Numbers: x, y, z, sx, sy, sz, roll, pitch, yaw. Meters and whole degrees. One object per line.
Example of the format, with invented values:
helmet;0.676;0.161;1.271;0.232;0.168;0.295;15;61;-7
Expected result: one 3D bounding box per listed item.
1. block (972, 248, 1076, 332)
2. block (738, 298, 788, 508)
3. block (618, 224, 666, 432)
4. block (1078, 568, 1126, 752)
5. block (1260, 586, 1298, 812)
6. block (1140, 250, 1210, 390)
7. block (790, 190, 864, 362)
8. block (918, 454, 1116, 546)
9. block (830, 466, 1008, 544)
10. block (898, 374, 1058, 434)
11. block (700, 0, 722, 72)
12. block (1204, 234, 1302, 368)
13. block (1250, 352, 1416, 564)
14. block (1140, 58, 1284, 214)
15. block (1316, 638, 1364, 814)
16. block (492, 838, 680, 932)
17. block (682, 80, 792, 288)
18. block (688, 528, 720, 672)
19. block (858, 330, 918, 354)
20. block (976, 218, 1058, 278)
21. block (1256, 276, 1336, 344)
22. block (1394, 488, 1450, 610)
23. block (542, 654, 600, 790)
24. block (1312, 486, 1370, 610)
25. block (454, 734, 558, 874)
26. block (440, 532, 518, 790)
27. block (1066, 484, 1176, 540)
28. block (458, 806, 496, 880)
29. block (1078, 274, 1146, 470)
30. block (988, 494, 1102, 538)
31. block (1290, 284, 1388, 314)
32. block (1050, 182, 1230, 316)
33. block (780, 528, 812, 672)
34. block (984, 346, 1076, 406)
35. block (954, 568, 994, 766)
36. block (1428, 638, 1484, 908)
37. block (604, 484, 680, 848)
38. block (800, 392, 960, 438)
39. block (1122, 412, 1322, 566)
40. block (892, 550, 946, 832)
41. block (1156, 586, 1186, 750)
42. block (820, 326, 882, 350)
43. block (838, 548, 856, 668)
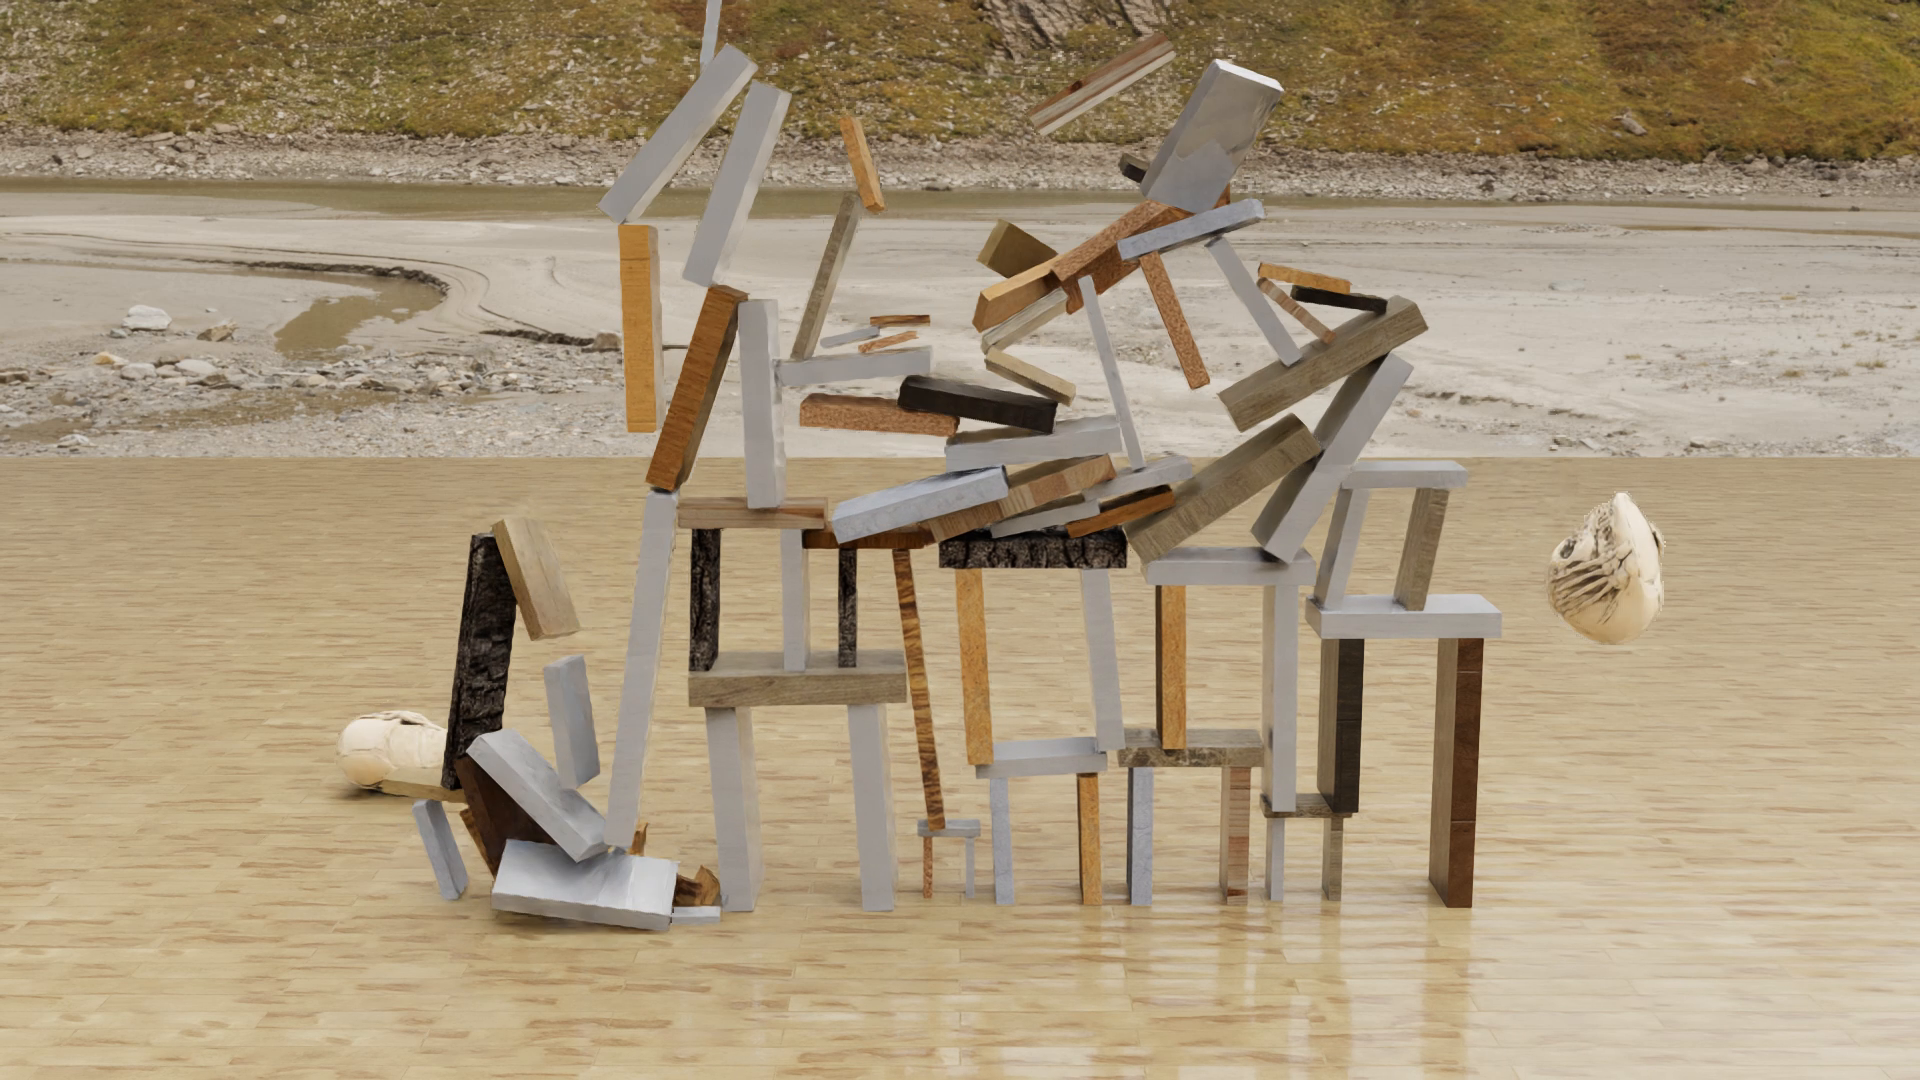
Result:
block;0.138;-0.424;3.633;0.269;0.080;0.023;-27;64;-28
block;-0.314;-0.221;3.510;0.045;0.320;0.160;-2;9;2
block;-0.503;-0.335;3.486;0.045;0.320;0.160;-2;6;-2
block;0.231;0.180;3.596;0.042;0.299;0.149;-6;10;1
block;0.524;0.245;3.605;0.038;0.375;0.135;-1;11;0
block;0.344;-0.350;3.523;0.032;0.223;0.112;-22;0;6
block;-0.210;-0.419;3.495;0.020;0.277;0.072;21;12;6
block;0.092;-0.077;3.536;0.322;0.039;0.139;-20;11;6
block;-0.062;-0.064;3.495;0.277;0.039;0.139;-16;12;5
block;0.031;-0.219;3.513;0.247;0.035;0.123;10;13;2
block;-0.387;-0.809;3.440;0.020;0.144;0.072;8;0;-7
block;0.465;-0.381;3.493;0.032;0.223;0.112;-34;8;8
block;0.594;-0.142;3.529;0.047;0.365;0.166;31;9;-6
block;0.395;-0.632;3.467;0.121;0.242;0.034;12;36;-28
block;0.624;0.287;3.612;0.041;0.290;0.145;0;11;-2
block;-0.599;0.553;3.526;0.279;0.036;0.127;8;33;-5
block;-0.348;-0.557;3.446;0.045;0.319;0.160;21;11;-1
block;-0.413;0.086;3.560;0.033;0.231;0.116;2;10;1
block;-0.116;-0.319;3.536;0.095;0.013;0.047;-15;6;1
block;0.095;-0.466;3.621;0.023;0.080;0.159;33;7;34
block;0.532;-0.366;3.493;0.143;0.020;0.072;38;10;-6
block;0.746;0.006;3.557;0.028;0.198;0.099;10;10;-3
block;-0.620;0.289;3.516;0.028;0.198;0.099;-5;7;14
block;0.616;0.007;3.558;0.028;0.198;0.099;12;10;-3
block;-0.735;0.463;3.634;0.036;0.255;0.127;-17;4;36
block;-0.781;0.196;3.603;0.028;0.430;0.099;17;15;27
block;0.257;-0.048;3.546;0.176;0.025;0.088;-18;10;4
block;-0.771;0.510;3.662;0.024;0.167;0.084;-26;6;11
block;0.243;-0.269;3.514;0.021;0.316;0.075;-16;7;6
block;0.138;-0.042;3.542;0.176;0.025;0.088;-13;11;8
block;0.601;-0.383;3.490;0.143;0.020;0.072;8;12;0
block;0.301;-0.506;3.644;0.337;0.034;0.121;-35;-23;-6
block;-0.265;0.086;3.558;0.033;0.231;0.116;-1;10;1
block;0.113;-0.260;3.515;0.150;0.021;0.075;25;-7;5
block;0.023;0.191;3.598;0.042;0.322;0.149;-4;10;1
block;0.818;0.366;3.632;0.041;0.453;0.145;0;11;0
block;-0.506;0.196;3.503;0.045;0.558;0.160;8;9;-6
block;-0.127;-0.202;3.539;0.247;0.035;0.123;4;13;3
block;0.418;-0.084;3.541;0.331;0.047;0.166;-33;9;6
block;-0.067;0.239;3.619;0.027;0.469;0.096;-7;9;0
block;0.344;0.193;3.593;0.038;0.269;0.135;-1;11;1
block;-0.176;-0.325;3.535;0.095;0.013;0.047;-12;-1;4
block;-0.183;0.103;3.580;0.027;0.192;0.096;0;10;-2
